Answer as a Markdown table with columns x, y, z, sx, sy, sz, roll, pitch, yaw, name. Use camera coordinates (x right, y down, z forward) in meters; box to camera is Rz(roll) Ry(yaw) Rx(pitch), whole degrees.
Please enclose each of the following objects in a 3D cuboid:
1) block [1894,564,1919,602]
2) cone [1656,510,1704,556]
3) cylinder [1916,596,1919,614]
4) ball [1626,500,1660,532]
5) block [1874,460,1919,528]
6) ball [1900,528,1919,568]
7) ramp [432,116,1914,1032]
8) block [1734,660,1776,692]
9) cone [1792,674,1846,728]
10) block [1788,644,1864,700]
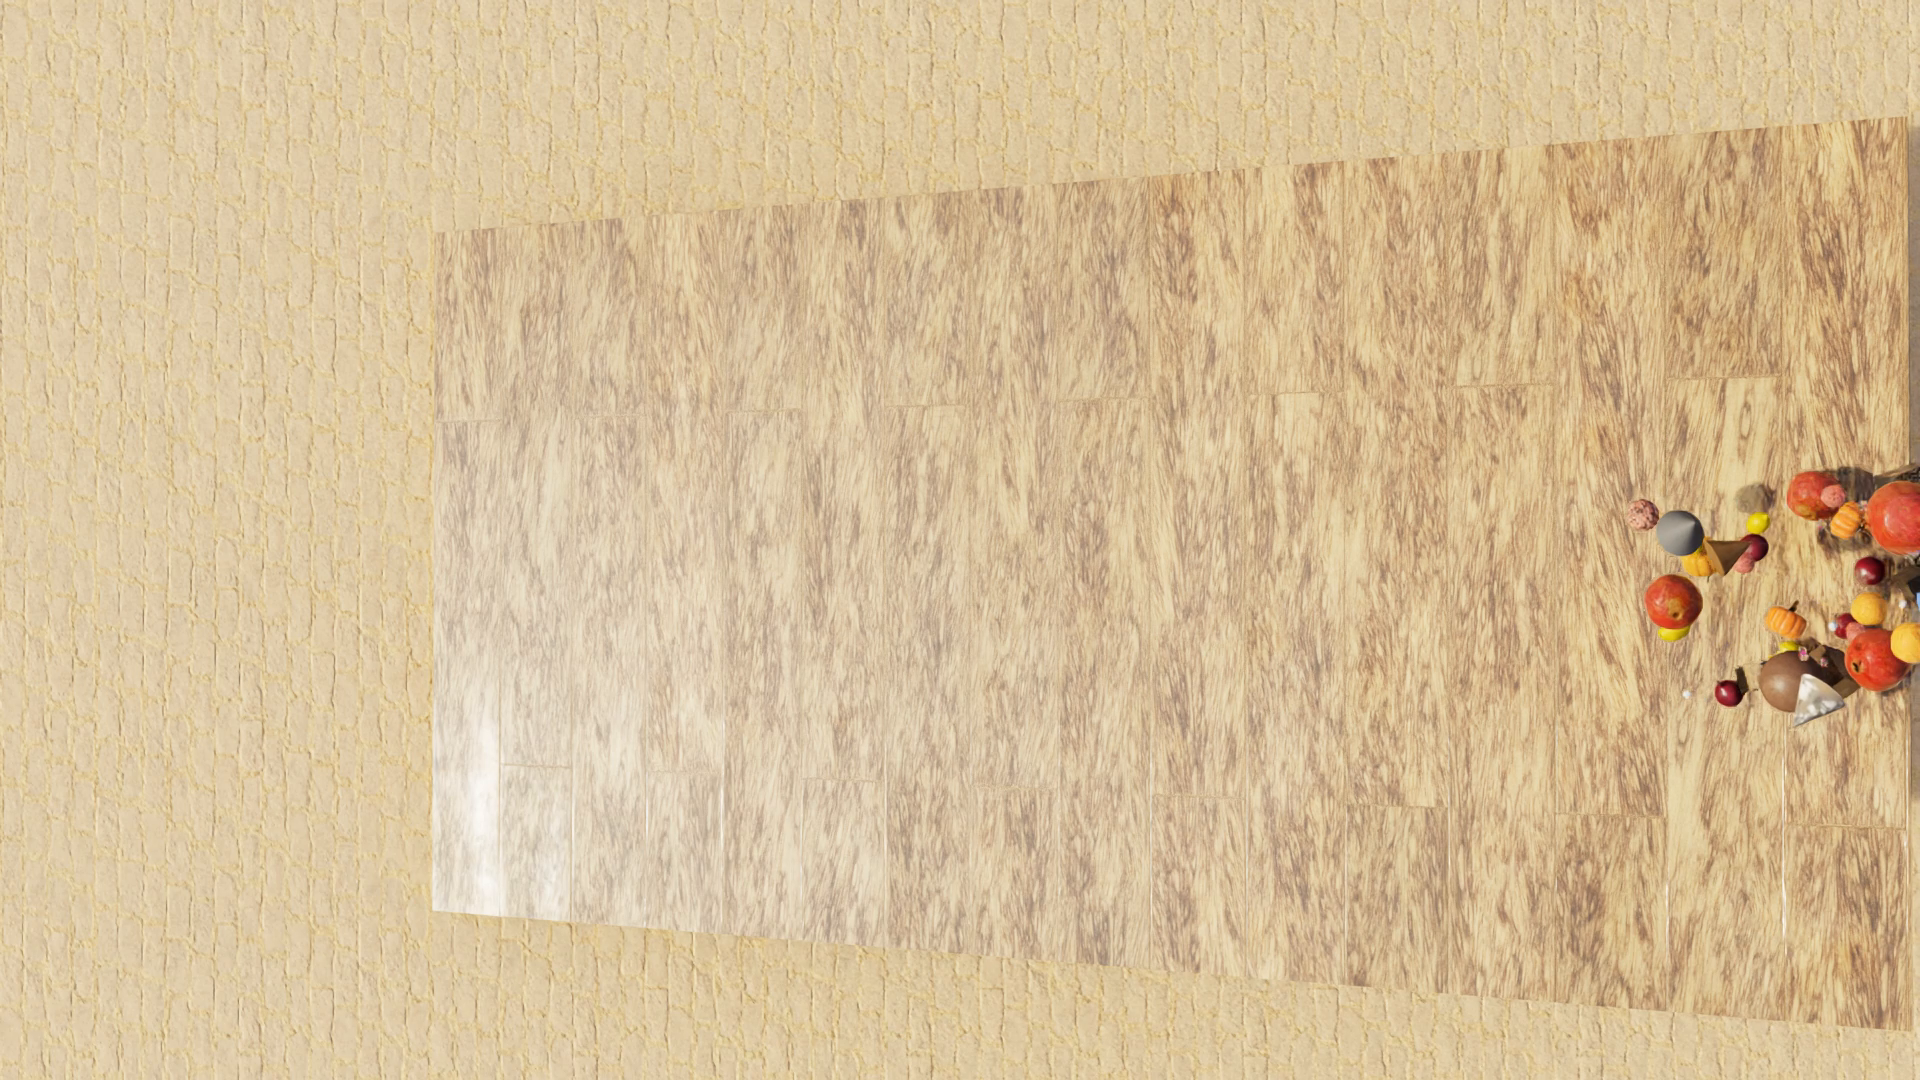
| x | y | z | sx | sy | sz | roll | pitch | yaw | name |
| --- | --- | --- | --- | --- | --- | --- | --- | --- | --- |
| 1.908 | 0.085 | 4.383 | 0.054 | 0.054 | 0.054 | -34 | 105 | 3 | block |
| 1.473 | -0.025 | 4.451 | 0.097 | 0.097 | 0.097 | 0 | 78 | 0 | cone |
| 1.606 | 0.103 | 3.560 | 0.077 | 0.077 | 0.077 | -31 | 89 | -6 | cylinder |
| 1.494 | -0.054 | 4.815 | 0.070 | 0.070 | 0.070 | 0 | 89 | 0 | ball |
| 1.588 | -0.078 | 3.639 | 0.092 | 0.092 | 0.092 | -19 | 91 | 1 | block |
| 1.883 | 0.010 | 4.293 | 0.089 | 0.089 | 0.089 | 0 | 89 | 0 | ball |
| 0.282 | 0.082 | 5.692 | 4.000 | 0.100 | 2.000 | 0 | 89 | 25 | ramp |
| 1.698 | 0.291 | 4.696 | 0.053 | 0.053 | 0.053 | -12 | 83 | -29 | block |
| 1.658 | 0.332 | 4.303 | 0.099 | 0.099 | 0.099 | 42 | 85 | 0 | cone |
| 1.863 | 0.294 | 4.731 | 0.091 | 0.091 | 0.091 | -46 | 48 | 31 | block |
